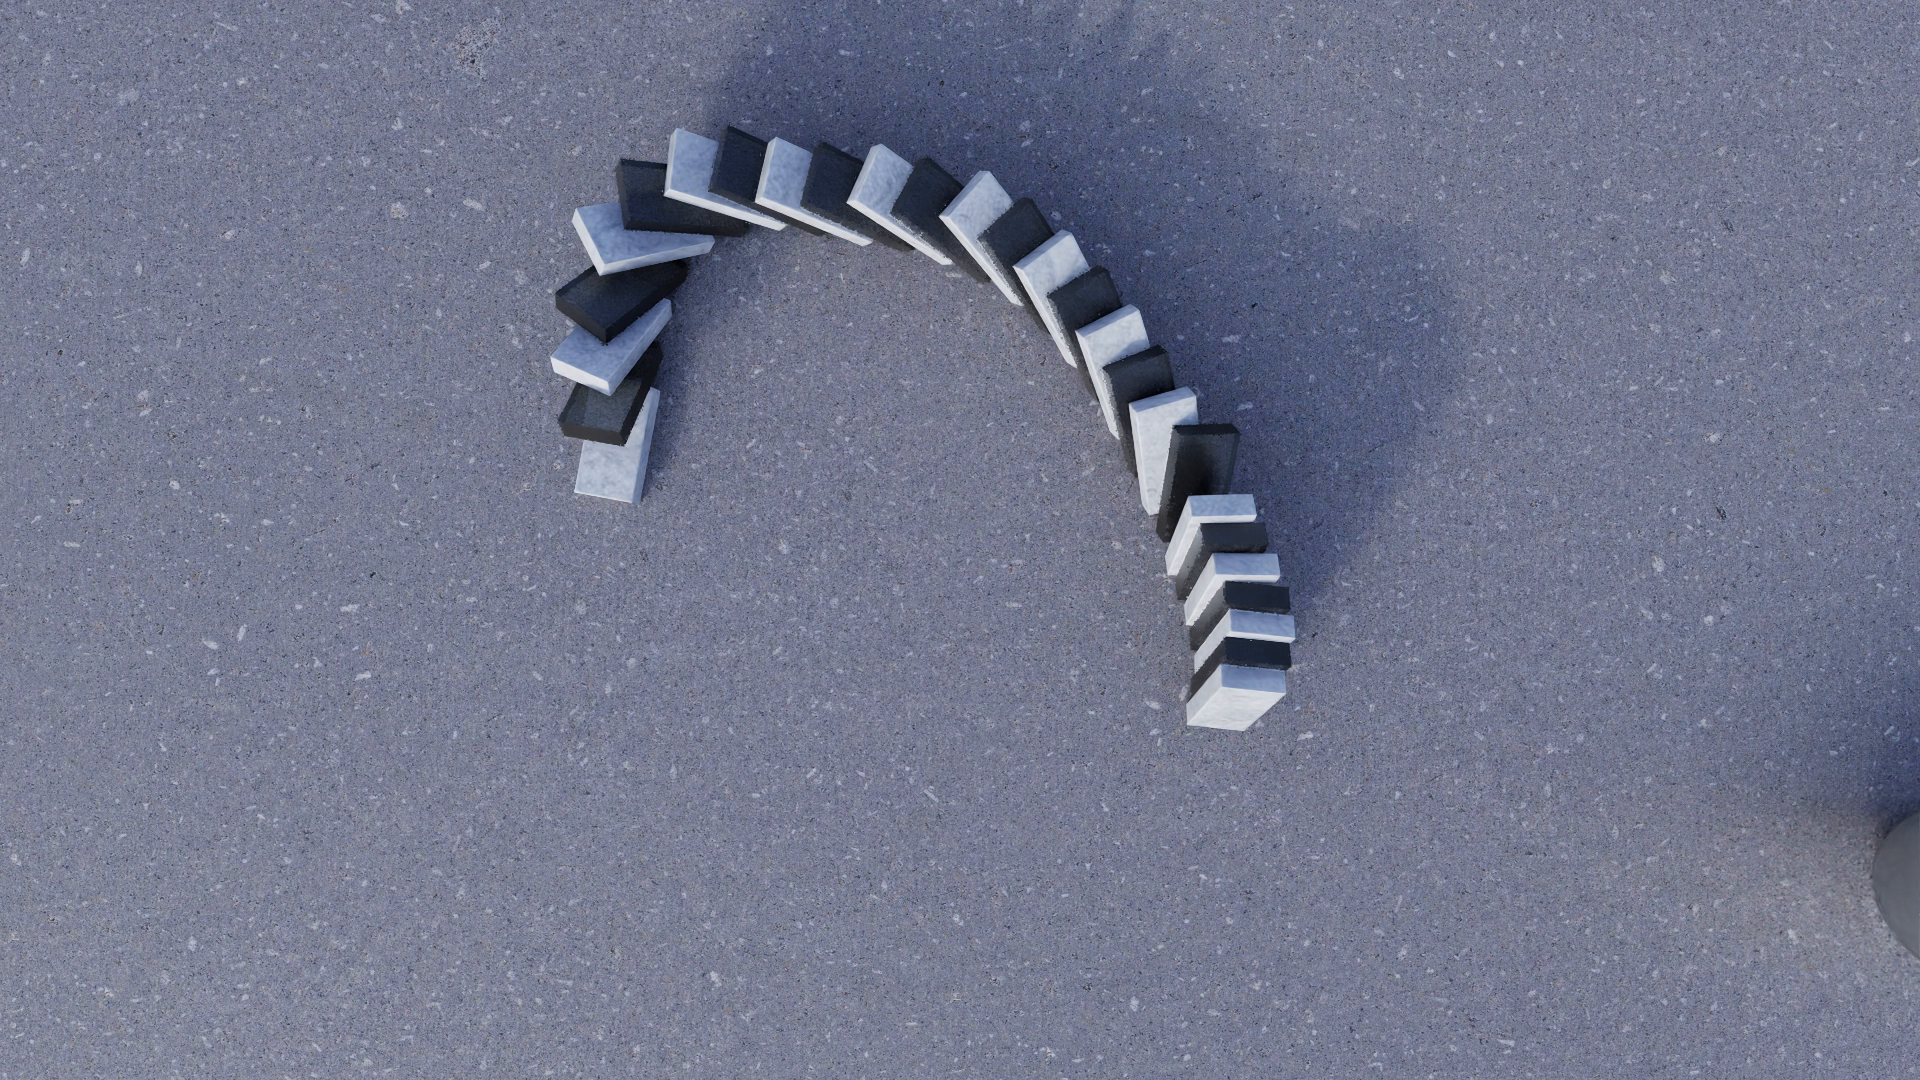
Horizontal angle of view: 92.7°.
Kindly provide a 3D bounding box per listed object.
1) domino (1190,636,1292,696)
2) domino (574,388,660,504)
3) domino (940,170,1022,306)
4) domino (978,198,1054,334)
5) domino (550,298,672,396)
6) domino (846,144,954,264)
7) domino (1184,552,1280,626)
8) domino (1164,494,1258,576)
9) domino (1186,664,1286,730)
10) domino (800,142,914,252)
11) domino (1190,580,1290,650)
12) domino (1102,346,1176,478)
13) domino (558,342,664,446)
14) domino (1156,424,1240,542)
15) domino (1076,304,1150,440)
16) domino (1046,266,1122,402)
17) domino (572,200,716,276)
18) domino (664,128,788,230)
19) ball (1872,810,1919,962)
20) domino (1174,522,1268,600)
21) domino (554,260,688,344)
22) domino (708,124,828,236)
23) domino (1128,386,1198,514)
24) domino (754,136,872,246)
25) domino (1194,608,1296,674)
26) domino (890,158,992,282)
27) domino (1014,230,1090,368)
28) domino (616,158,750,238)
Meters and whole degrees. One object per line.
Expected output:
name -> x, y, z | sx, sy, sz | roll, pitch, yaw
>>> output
domino -> 0.114, 0.055, 0.376 | 0.025, 0.050, 0.009 | 6, 62, 0
domino -> -0.148, -0.043, 0.395 | 0.025, 0.010, 0.050 | 10, 90, 0
domino -> 0.017, -0.125, 0.382 | 0.025, 0.009, 0.050 | -48, 123, -1
domino -> 0.032, -0.114, 0.382 | 0.025, 0.010, 0.050 | -42, 122, -1
domino -> -0.145, -0.085, 0.383 | 0.025, 0.010, 0.050 | 24, 59, 0
domino -> -0.020, -0.139, 0.383 | 0.050, 0.010, 0.025 | 24, 90, -33
domino -> 0.110, 0.021, 0.376 | 0.025, 0.050, 0.010 | 1, 62, 0
domino -> 0.102, -0.001, 0.376 | 0.025, 0.050, 0.010 | -2, 61, 0
domino -> 0.112, 0.065, 0.376 | 0.025, 0.050, 0.010 | 6, 62, 0
domino -> -0.039, -0.142, 0.383 | 0.050, 0.010, 0.025 | 14, 90, -32
domino -> 0.114, 0.033, 0.376 | 0.025, 0.050, 0.009 | 6, 62, 0
domino -> 0.078, -0.053, 0.383 | 0.025, 0.010, 0.050 | -22, 122, 0
domino -> -0.145, -0.064, 0.382 | 0.025, 0.010, 0.050 | 10, 58, 0
domino -> 0.098, -0.023, 0.381 | 0.025, 0.010, 0.050 | -3, 122, -8
domino -> 0.069, -0.070, 0.383 | 0.025, 0.010, 0.050 | -26, 122, 0
domino -> 0.058, -0.085, 0.383 | 0.025, 0.010, 0.050 | -31, 122, 0
domino -> -0.131, -0.129, 0.382 | 0.050, 0.009, 0.025 | -27, 90, -35
domino -> -0.096, -0.150, 0.382 | 0.050, 0.010, 0.025 | 7, 88, -32
ball -> 0.415, 0.143, 0.360 | 0.080, 0.080, 0.080 | 0, 90, 0
domino -> 0.106, 0.010, 0.376 | 0.025, 0.050, 0.010 | -1, 61, 0
domino -> -0.140, -0.106, 0.382 | 0.025, 0.010, 0.050 | 36, 57, 0
domino -> -0.077, -0.149, 0.382 | 0.050, 0.010, 0.025 | 14, 88, -32
domino -> 0.087, -0.037, 0.382 | 0.025, 0.009, 0.050 | -16, 124, -1
domino -> -0.058, -0.145, 0.383 | 0.050, 0.009, 0.025 | 13, 90, -32
domino -> 0.115, 0.044, 0.376 | 0.025, 0.050, 0.010 | 6, 62, 0
domino -> -0.002, -0.133, 0.383 | 0.050, 0.009, 0.025 | 29, 90, -33
domino -> 0.046, -0.100, 0.383 | 0.025, 0.010, 0.050 | -37, 122, -1
domino -> -0.115, -0.142, 0.382 | 0.050, 0.010, 0.025 | -8, 89, -34
